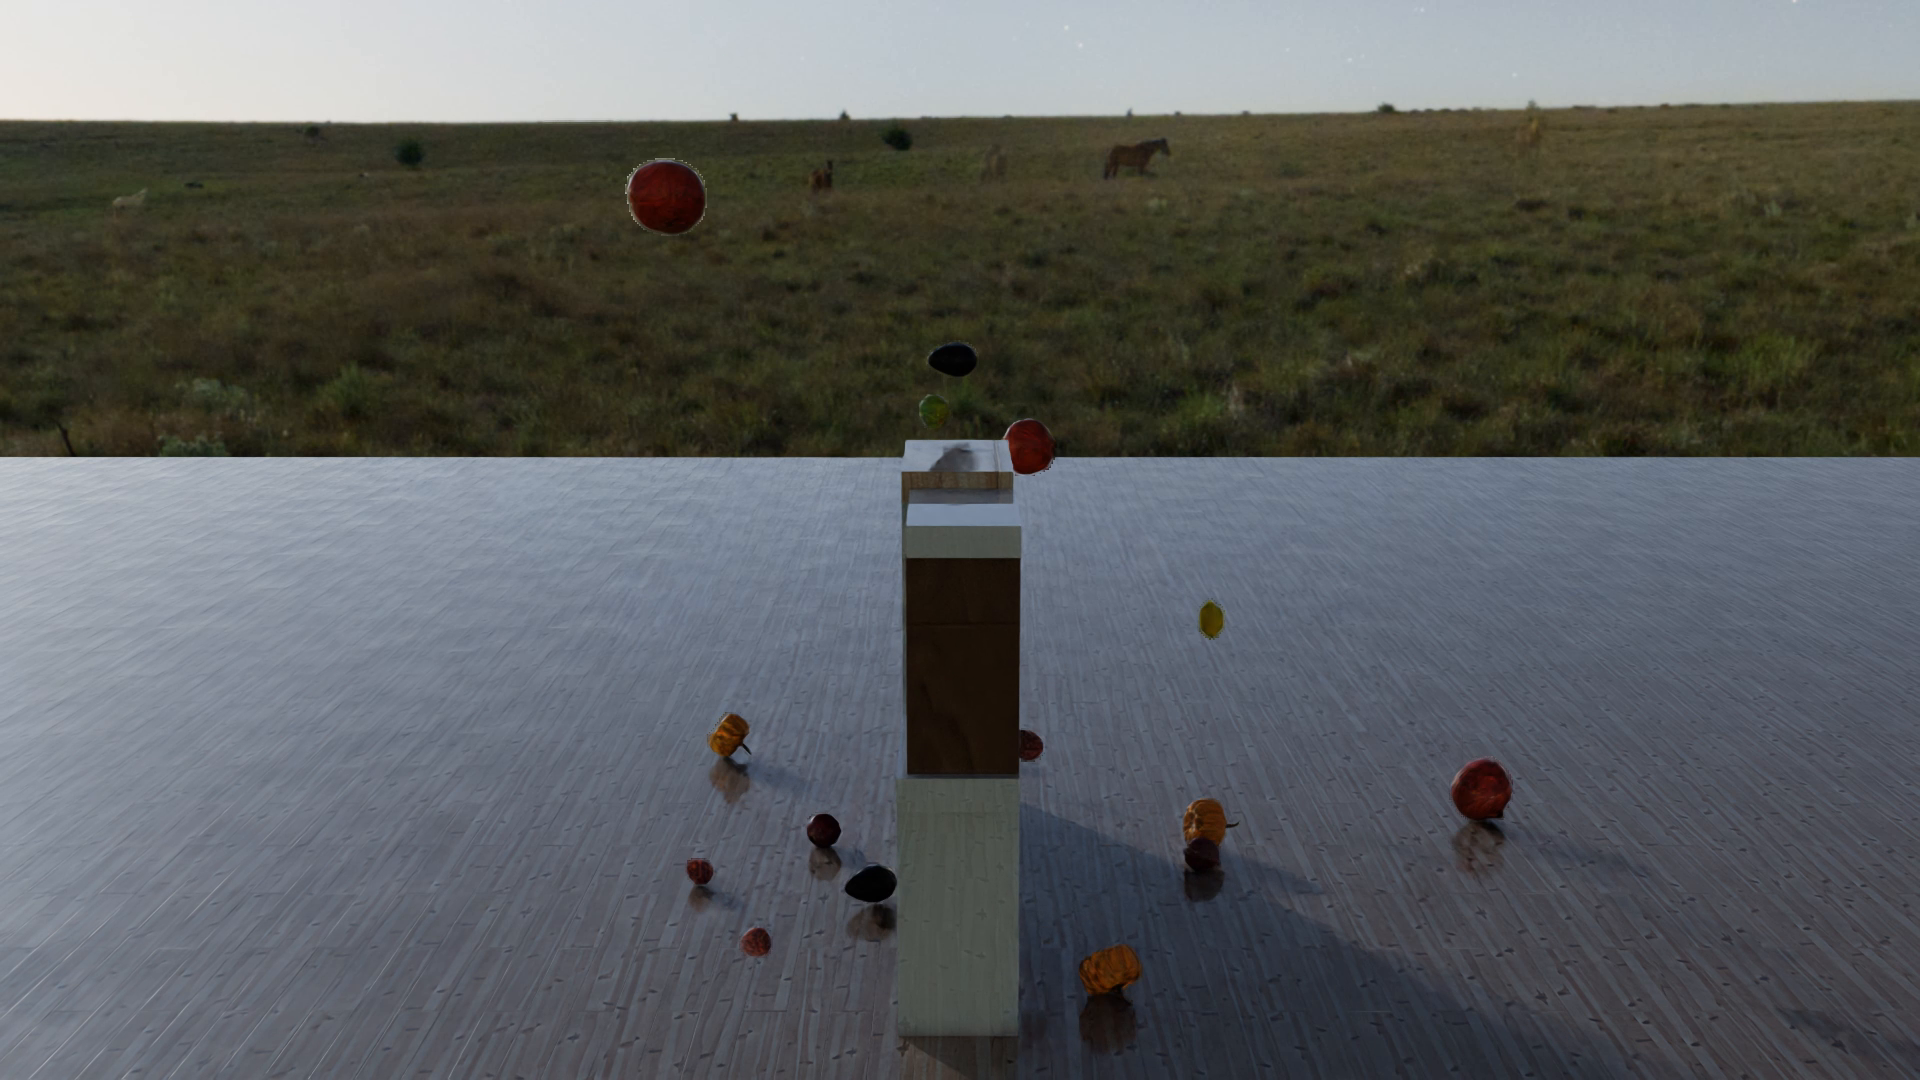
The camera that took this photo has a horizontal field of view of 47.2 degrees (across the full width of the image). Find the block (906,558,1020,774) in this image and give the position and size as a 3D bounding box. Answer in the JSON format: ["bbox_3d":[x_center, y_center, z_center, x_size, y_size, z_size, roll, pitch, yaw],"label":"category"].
[{"bbox_3d":[0.004,0.166,3.002,0.153,0.307,0.043,0,11,0],"label":"block"}]

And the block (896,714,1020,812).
[{"bbox_3d":[-0.003,0.317,3.159,0.169,0.048,0.337,0,11,0],"label":"block"}]

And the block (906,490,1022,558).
[{"bbox_3d":[0.004,-0.025,3.067,0.153,0.043,0.307,0,11,0],"label":"block"}]

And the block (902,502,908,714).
[{"bbox_3d":[-0.004,0.097,3.315,0.164,0.328,0.047,0,10,0],"label":"block"}]

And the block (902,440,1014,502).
[{"bbox_3d":[-0.004,-0.108,3.389,0.164,0.047,0.328,0,11,0],"label":"block"}]

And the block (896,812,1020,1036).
[{"bbox_3d":[-0.003,0.527,3.084,0.169,0.337,0.048,0,11,0],"label":"block"}]
